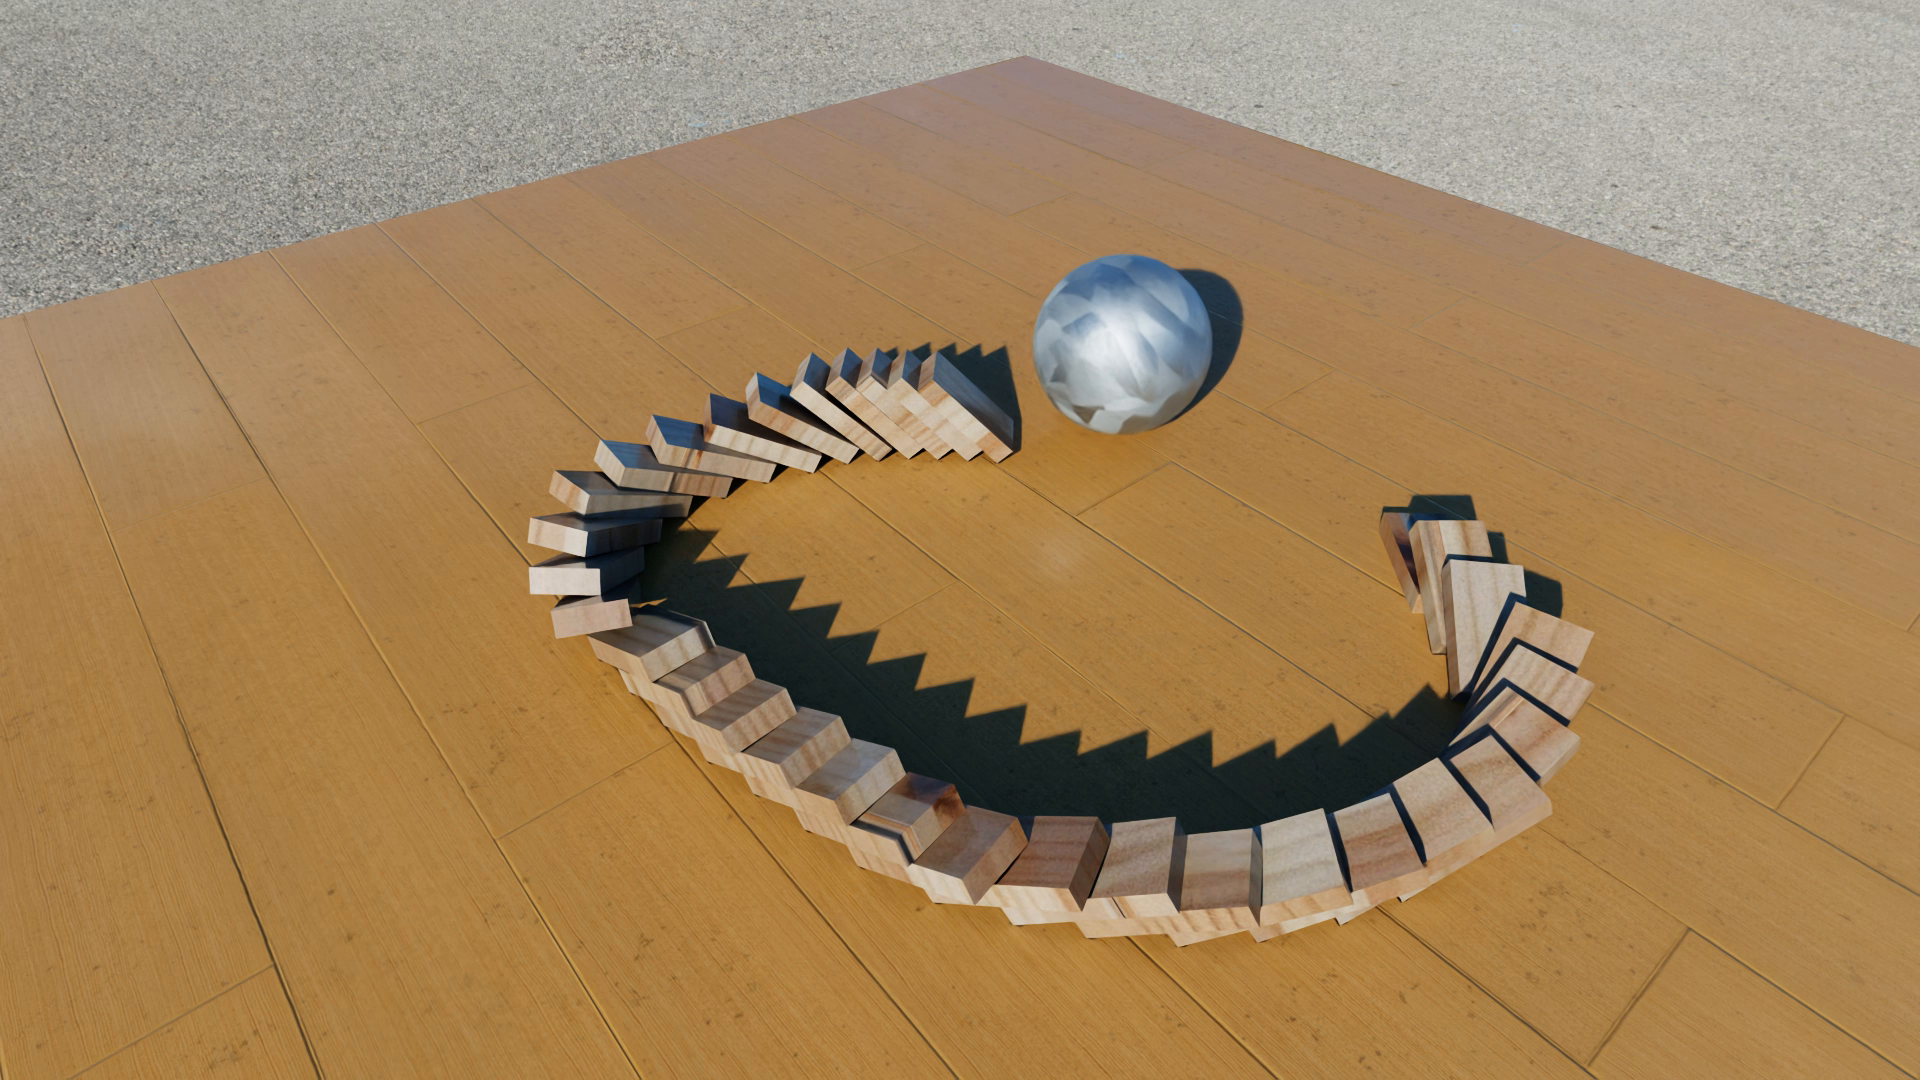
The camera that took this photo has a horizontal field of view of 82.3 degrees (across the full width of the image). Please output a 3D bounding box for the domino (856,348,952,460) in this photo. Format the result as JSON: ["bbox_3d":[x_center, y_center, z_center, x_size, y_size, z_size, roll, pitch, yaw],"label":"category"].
[{"bbox_3d":[-0.023,-0.061,0.492,0.010,0.050,0.025,-36,28,28],"label":"domino"}]

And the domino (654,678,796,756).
[{"bbox_3d":[-0.078,0.055,0.360,0.025,0.010,0.050,-32,23,-32],"label":"domino"}]

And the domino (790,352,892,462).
[{"bbox_3d":[-0.051,-0.059,0.491,0.050,0.010,0.025,37,33,-23],"label":"domino"}]

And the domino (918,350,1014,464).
[{"bbox_3d":[0.003,-0.059,0.490,0.009,0.050,0.025,-36,29,28],"label":"domino"}]

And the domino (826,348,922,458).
[{"bbox_3d":[-0.037,-0.061,0.492,0.010,0.050,0.025,-36,29,28],"label":"domino"}]

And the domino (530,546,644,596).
[{"bbox_3d":[-0.138,0.011,0.411,0.025,0.009,0.050,1,9,1],"label":"domino"}]

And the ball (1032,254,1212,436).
[{"bbox_3d":[0.072,-0.087,0.494,0.080,0.080,0.080,0,39,0],"label":"ball"}]

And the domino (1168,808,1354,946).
[{"bbox_3d":[0.082,0.095,0.310,0.050,0.009,0.025,-21,36,18],"label":"domino"}]

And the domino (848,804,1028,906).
[{"bbox_3d":[-0.007,0.088,0.319,0.050,0.010,0.025,0,31,46],"label":"domino"}]

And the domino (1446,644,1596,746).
[{"bbox_3d":[0.176,0.061,0.351,0.025,0.010,0.050,33,78,33],"label":"domino"}]

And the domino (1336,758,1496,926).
[{"bbox_3d":[0.125,0.087,0.319,0.050,0.009,0.025,-31,42,6],"label":"domino"}]

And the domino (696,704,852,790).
[{"bbox_3d":[-0.060,0.063,0.349,0.050,0.010,0.025,3,30,47],"label":"domino"}]

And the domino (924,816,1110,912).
[{"bbox_3d":[0.015,0.092,0.314,0.050,0.009,0.025,-9,31,35],"label":"domino"}]

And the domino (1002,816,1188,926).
[{"bbox_3d":[0.038,0.094,0.311,0.050,0.010,0.025,-14,32,27],"label":"domino"}]

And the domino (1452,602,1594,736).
[{"bbox_3d":[0.187,0.048,0.366,0.025,0.010,0.050,25,75,27],"label":"domino"}]

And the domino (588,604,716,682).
[{"bbox_3d":[-0.108,0.035,0.384,0.025,0.010,0.050,-30,22,-32],"label":"domino"}]

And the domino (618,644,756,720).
[{"bbox_3d":[-0.093,0.045,0.372,0.025,0.010,0.050,-32,23,-32],"label":"domino"}]

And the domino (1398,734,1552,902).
[{"bbox_3d":[0.144,0.082,0.326,0.050,0.010,0.025,-33,43,4],"label":"domino"}]

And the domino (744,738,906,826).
[{"bbox_3d":[-0.043,0.072,0.339,0.050,0.010,0.025,2,30,47],"label":"domino"}]

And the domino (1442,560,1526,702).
[{"bbox_3d":[0.186,0.032,0.388,0.025,0.010,0.050,5,64,6],"label":"domino"}]

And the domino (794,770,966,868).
[{"bbox_3d":[-0.025,0.080,0.329,0.050,0.009,0.025,2,31,47],"label":"domino"}]

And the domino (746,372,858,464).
[{"bbox_3d":[-0.070,-0.054,0.487,0.050,0.010,0.025,24,29,-30],"label":"domino"}]

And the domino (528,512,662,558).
[{"bbox_3d":[-0.141,-0.004,0.429,0.025,0.010,0.050,13,10,15],"label":"domino"}]

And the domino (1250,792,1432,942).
[{"bbox_3d":[0.103,0.093,0.312,0.050,0.009,0.025,-24,37,14],"label":"domino"}]

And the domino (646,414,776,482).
[{"bbox_3d":[-0.107,-0.039,0.473,0.050,0.010,0.025,9,30,-37],"label":"domino"}]

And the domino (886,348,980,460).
[{"bbox_3d":[-0.010,-0.060,0.491,0.010,0.050,0.025,-36,29,28],"label":"domino"}]

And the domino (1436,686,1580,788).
[{"bbox_3d":[0.162,0.072,0.338,0.050,0.010,0.025,-43,50,-5],"label":"domino"}]

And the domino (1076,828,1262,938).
[{"bbox_3d":[0.058,0.096,0.308,0.050,0.010,0.025,-14,33,27],"label":"domino"}]

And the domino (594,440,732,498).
[{"bbox_3d":[-0.124,-0.030,0.461,0.050,0.010,0.025,4,27,-45],"label":"domino"}]

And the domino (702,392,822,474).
[{"bbox_3d":[-0.087,-0.047,0.483,0.050,0.010,0.025,16,33,-26],"label":"domino"}]

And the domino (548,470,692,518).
[{"bbox_3d":[-0.137,-0.019,0.447,0.025,0.010,0.050,29,18,32],"label":"domino"}]

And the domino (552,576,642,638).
[{"bbox_3d":[-0.129,0.024,0.395,0.025,0.009,0.050,-9,9,-11],"label":"domino"}]

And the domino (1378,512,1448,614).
[{"bbox_3d":[0.185,0.009,0.433,0.025,0.010,0.050,1,39,2],"label":"domino"}]

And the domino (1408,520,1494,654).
[{"bbox_3d":[0.185,0.017,0.407,0.025,0.010,0.050,0,63,1],"label":"domino"}]
